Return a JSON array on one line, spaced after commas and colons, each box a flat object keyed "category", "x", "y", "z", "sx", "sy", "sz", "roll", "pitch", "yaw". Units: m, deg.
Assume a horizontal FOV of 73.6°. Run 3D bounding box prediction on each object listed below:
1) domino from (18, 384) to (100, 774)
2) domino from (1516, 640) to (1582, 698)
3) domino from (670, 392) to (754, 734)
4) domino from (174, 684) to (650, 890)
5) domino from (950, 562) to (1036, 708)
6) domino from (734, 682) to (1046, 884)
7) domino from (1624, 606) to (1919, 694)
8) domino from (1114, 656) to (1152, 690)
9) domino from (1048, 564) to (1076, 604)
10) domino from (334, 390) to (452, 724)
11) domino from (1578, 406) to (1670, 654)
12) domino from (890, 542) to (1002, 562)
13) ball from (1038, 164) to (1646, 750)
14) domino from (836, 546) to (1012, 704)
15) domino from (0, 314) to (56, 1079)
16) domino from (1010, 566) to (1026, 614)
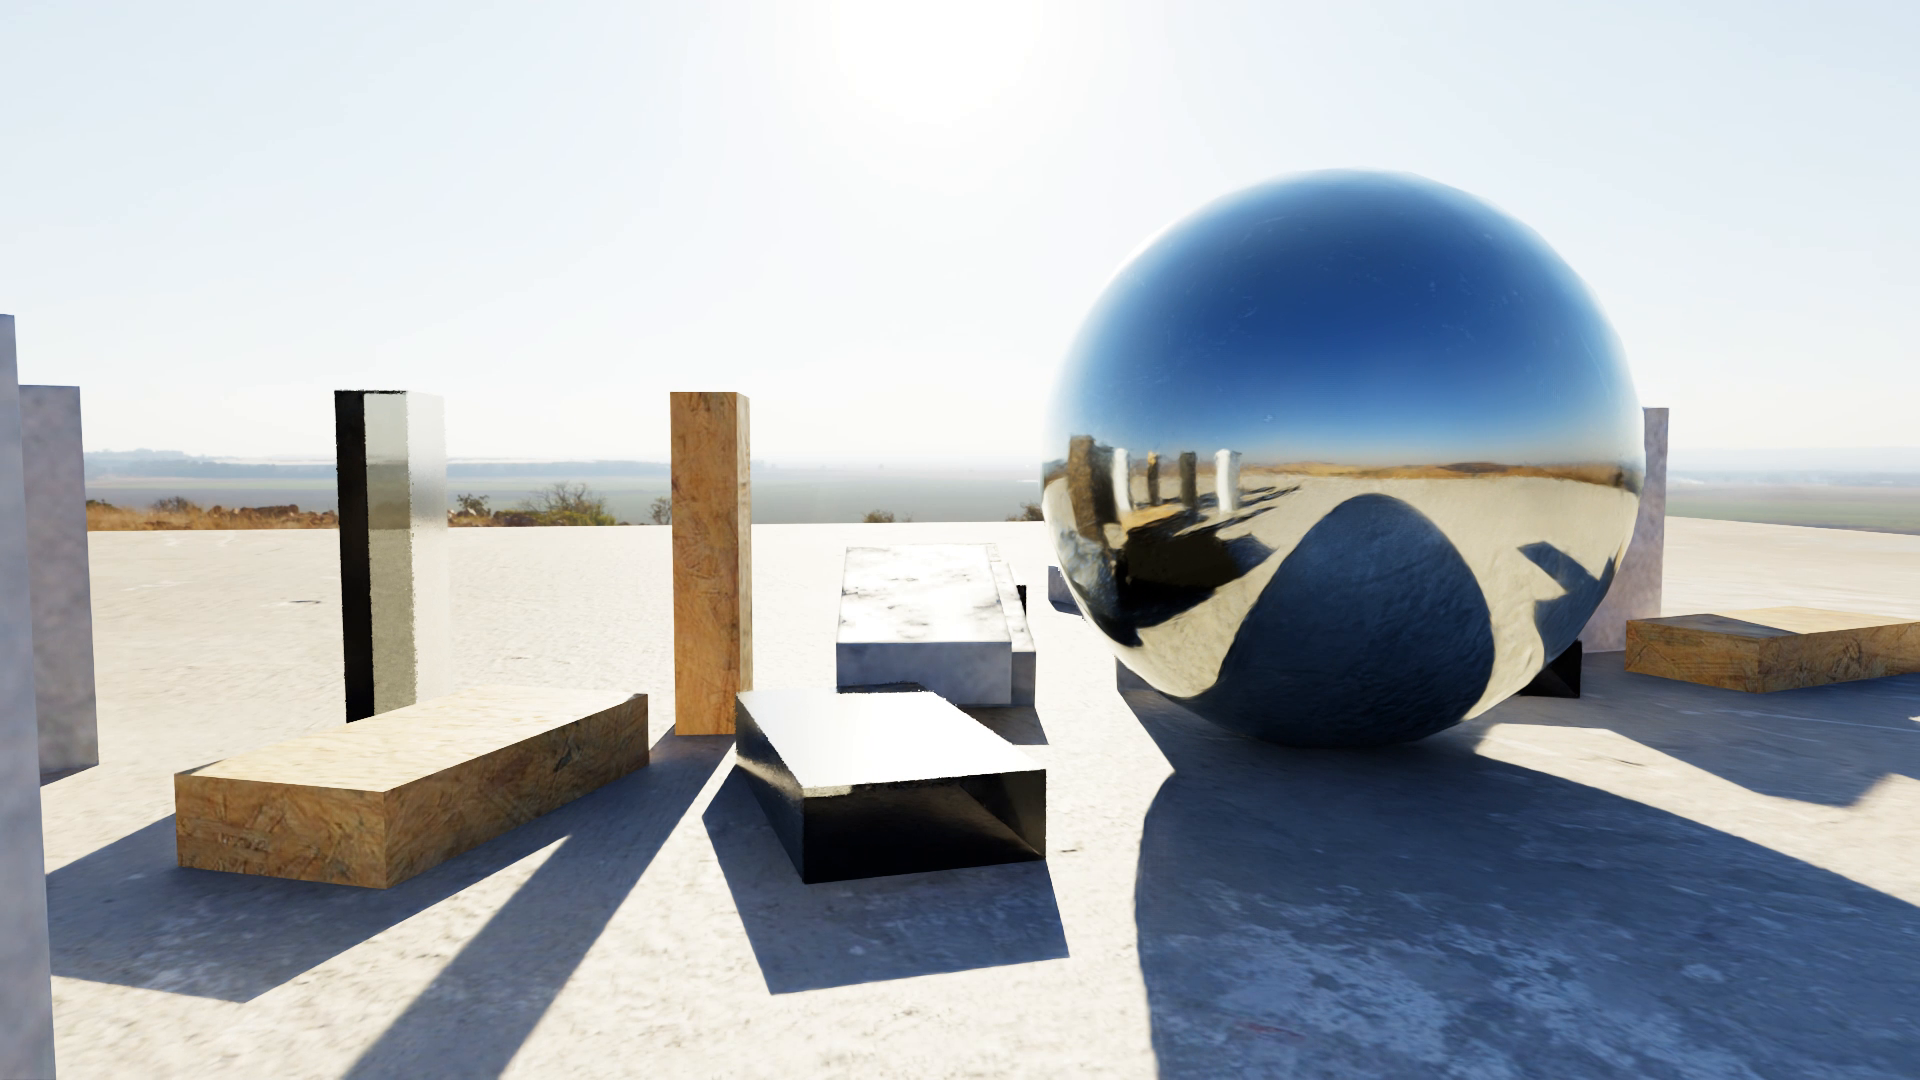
[{"category": "domino", "x": -0.127, "y": 0.005, "z": 0.174, "sx": 0.025, "sy": 0.050, "sz": 0.009, "roll": 4, "pitch": 6, "yaw": 44}, {"category": "domino", "x": 0.099, "y": 0.020, "z": 0.242, "sx": 0.025, "sy": 0.010, "sz": 0.050, "roll": 1, "pitch": 4, "yaw": 16}, {"category": "domino", "x": -0.038, "y": 0.003, "z": 0.199, "sx": 0.009, "sy": 0.050, "sz": 0.025, "roll": 0, "pitch": 4, "yaw": -5}, {"category": "domino", "x": -0.060, "y": 0.027, "z": 0.150, "sx": 0.025, "sy": 0.009, "sz": 0.050, "roll": 1, "pitch": 4, "yaw": 16}, {"category": "domino", "x": -0.002, "y": 0.016, "z": 0.230, "sx": 0.025, "sy": 0.010, "sz": 0.050, "roll": 0, "pitch": 16, "yaw": -3}, {"category": "domino", "x": -0.011, "y": 0.027, "z": 0.151, "sx": 0.025, "sy": 0.010, "sz": 0.050, "roll": -1, "pitch": 4, "yaw": -17}, {"category": "domino", "x": 0.153, "y": 0.020, "z": 0.241, "sx": 0.050, "sy": 0.010, "sz": 0.025, "roll": -2, "pitch": 5, "yaw": -26}, {"category": "domino", "x": 0.035, "y": 0.012, "z": 0.245, "sx": 0.009, "sy": 0.025, "sz": 0.050, "roll": 0, "pitch": 4, "yaw": 6}, {"category": "domino", "x": 0.052, "y": 0.011, "z": 0.353, "sx": 0.050, "sy": 0.009, "sz": 0.025, "roll": -3, "pitch": 5, "yaw": -31}, {"category": "domino", "x": -0.085, "y": 0.003, "z": 0.193, "sx": 0.010, "sy": 0.050, "sz": 0.025, "roll": -1, "pitch": 4, "yaw": -11}, {"category": "domino", "x": 0.133, "y": -0.002, "z": 0.266, "sx": 0.025, "sy": 0.050, "sz": 0.009, "roll": -2, "pitch": 5, "yaw": -20}, {"category": "domino", "x": -0.003, "y": 0.012, "z": 0.278, "sx": 0.025, "sy": 0.010, "sz": 0.050, "roll": 0, "pitch": 16, "yaw": -3}, {"category": "ball", "x": 0.051, "y": -0.011, "z": 0.180, "sx": 0.080, "sy": 0.080, "sz": 0.080, "roll": 0, "pitch": 4, "yaw": 0}, {"category": "domino", "x": -0.006, "y": 0.012, "z": 0.207, "sx": 0.025, "sy": 0.009, "sz": 0.050, "roll": 0, "pitch": 16, "yaw": -3}, {"category": "domino", "x": -0.064, "y": 0.013, "z": 0.067, "sx": 0.010, "sy": 0.050, "sz": 0.025, "roll": 2, "pitch": 5, "yaw": 21}, {"category": "domino", "x": 0.002, "y": 0.013, "z": 0.327, "sx": 0.025, "sy": 0.009, "sz": 0.050, "roll": 0, "pitch": 4, "yaw": -2}]
